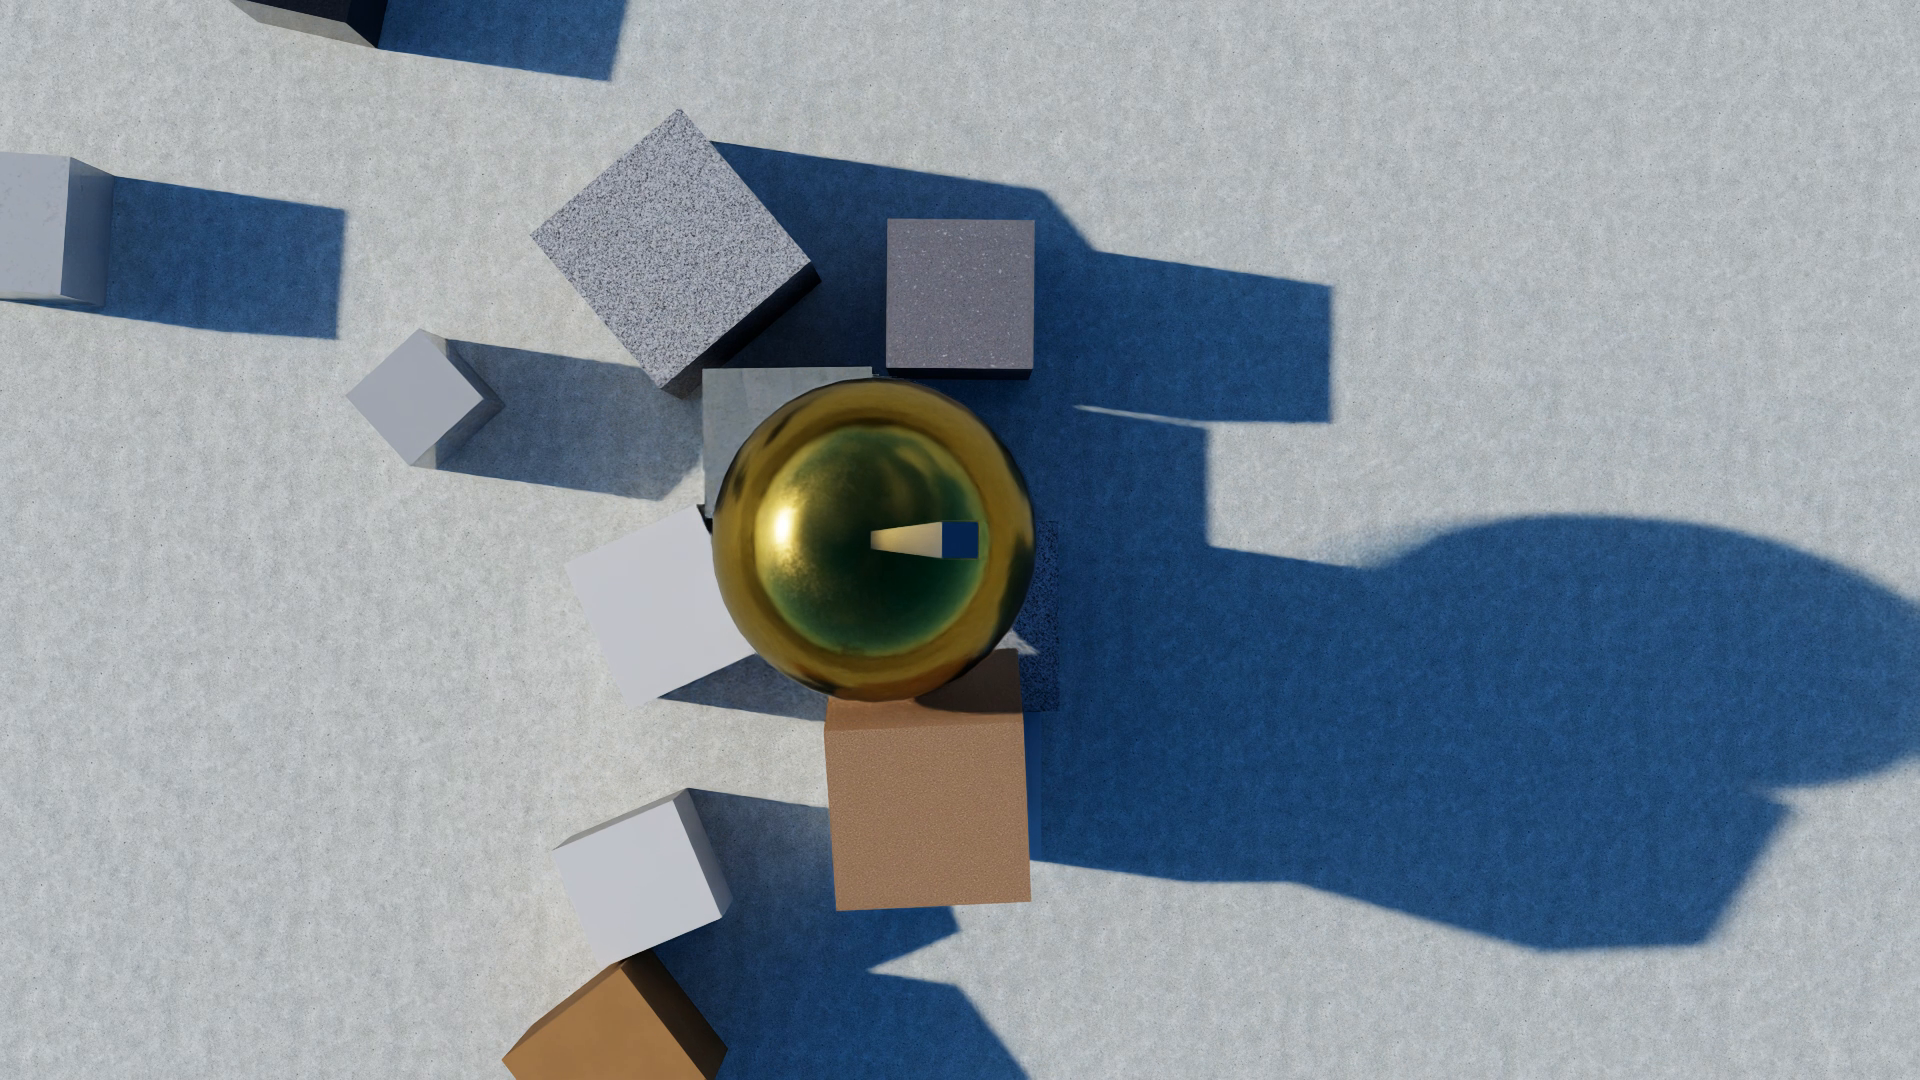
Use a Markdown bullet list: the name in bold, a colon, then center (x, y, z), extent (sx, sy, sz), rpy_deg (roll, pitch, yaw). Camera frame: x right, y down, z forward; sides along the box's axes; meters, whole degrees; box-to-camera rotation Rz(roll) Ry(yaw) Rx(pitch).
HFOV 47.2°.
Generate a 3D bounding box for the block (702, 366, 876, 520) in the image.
- **block**: center (-0.944, -0.532, 12.534), extent (0.930, 0.931, 0.827), rpy_deg (-1, 90, 0)

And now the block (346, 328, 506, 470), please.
- **block**: center (-3.070, -0.804, 12.685), extent (0.565, 0.630, 0.537), rpy_deg (-42, 90, 0)

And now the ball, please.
- **ball**: center (-0.420, 0.000, 10.810), extent (1.600, 1.600, 1.600), rpy_deg (0, 90, 0)

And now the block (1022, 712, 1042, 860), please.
- **block**: center (-0.016, 1.357, 12.562), extent (0.928, 0.876, 0.816), rpy_deg (0, 90, 0)

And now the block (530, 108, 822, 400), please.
- **block**: center (-1.587, -1.599, 12.516), extent (1.082, 0.968, 1.105), rpy_deg (-40, 90, 0)

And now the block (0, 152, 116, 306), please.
- **block**: center (-5.389, -1.792, 12.673), extent (0.734, 0.654, 0.778), rpy_deg (4, 90, 0)

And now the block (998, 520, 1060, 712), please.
- **block**: center (0.034, 0.415, 12.471), extent (1.008, 1.058, 1.034), rpy_deg (0, 90, 0)

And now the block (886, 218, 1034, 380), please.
- **block**: center (0.002, -1.360, 12.572), extent (0.813, 0.855, 0.822), rpy_deg (1, 90, 0)

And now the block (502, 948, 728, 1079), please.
- **block**: center (-1.948, 2.936, 12.556), extent (0.830, 0.887, 0.821), rpy_deg (-38, 90, 0)

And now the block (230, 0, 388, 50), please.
- **block**: center (-3.732, -3.276, 12.671), extent (0.722, 0.658, 0.604), rpy_deg (13, 90, 0)

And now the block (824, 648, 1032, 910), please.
- **block**: center (-0.157, 1.225, 11.457), extent (0.983, 1.096, 0.969), rpy_deg (-3, 106, 1)

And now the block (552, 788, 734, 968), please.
- **block**: center (-1.819, 1.936, 12.679), extent (0.744, 0.643, 0.715), rpy_deg (-23, 90, 0)

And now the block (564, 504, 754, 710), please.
- **block**: center (-1.632, 0.368, 12.528), extent (0.799, 0.943, 0.878), rpy_deg (-24, 90, 0)

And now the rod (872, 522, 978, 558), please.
- **rod**: center (-0.182, 0.000, 7.418), extent (0.080, 5.200, 0.080), rpy_deg (0, 90, -4)
